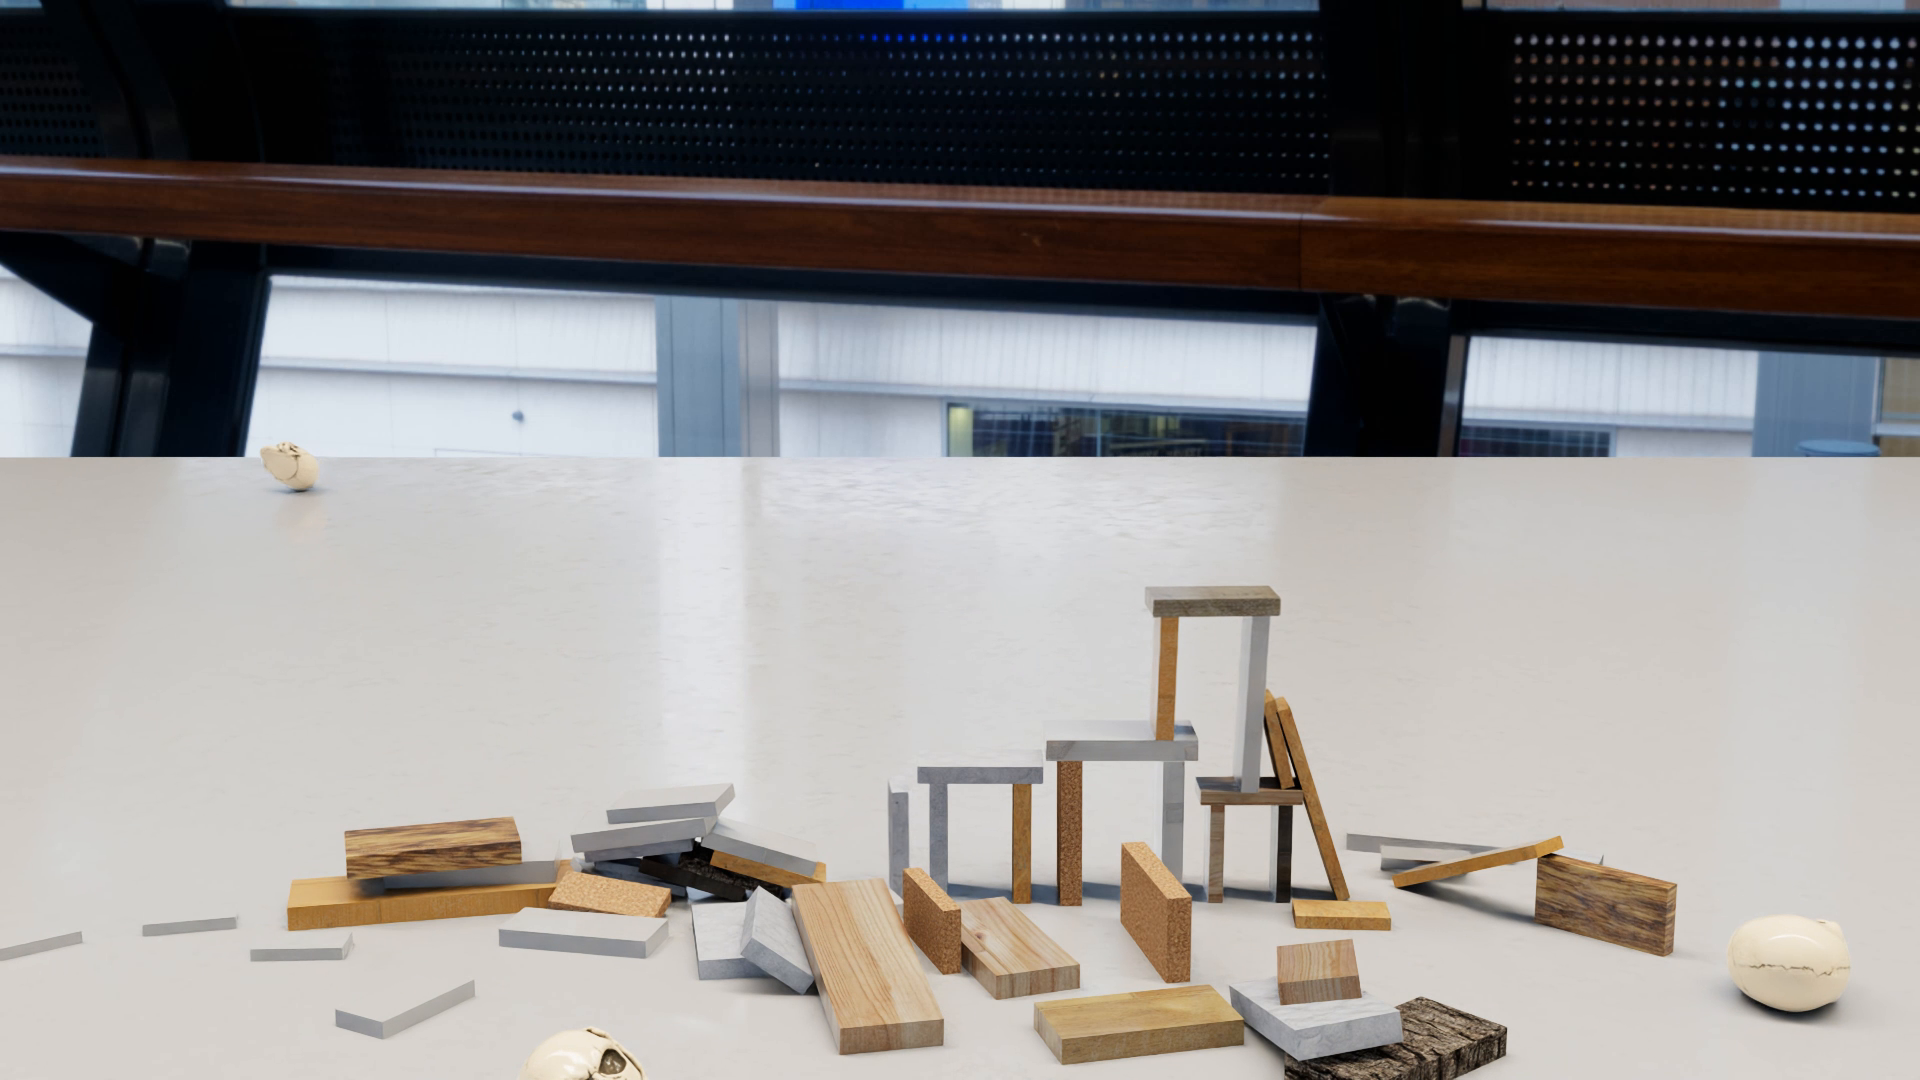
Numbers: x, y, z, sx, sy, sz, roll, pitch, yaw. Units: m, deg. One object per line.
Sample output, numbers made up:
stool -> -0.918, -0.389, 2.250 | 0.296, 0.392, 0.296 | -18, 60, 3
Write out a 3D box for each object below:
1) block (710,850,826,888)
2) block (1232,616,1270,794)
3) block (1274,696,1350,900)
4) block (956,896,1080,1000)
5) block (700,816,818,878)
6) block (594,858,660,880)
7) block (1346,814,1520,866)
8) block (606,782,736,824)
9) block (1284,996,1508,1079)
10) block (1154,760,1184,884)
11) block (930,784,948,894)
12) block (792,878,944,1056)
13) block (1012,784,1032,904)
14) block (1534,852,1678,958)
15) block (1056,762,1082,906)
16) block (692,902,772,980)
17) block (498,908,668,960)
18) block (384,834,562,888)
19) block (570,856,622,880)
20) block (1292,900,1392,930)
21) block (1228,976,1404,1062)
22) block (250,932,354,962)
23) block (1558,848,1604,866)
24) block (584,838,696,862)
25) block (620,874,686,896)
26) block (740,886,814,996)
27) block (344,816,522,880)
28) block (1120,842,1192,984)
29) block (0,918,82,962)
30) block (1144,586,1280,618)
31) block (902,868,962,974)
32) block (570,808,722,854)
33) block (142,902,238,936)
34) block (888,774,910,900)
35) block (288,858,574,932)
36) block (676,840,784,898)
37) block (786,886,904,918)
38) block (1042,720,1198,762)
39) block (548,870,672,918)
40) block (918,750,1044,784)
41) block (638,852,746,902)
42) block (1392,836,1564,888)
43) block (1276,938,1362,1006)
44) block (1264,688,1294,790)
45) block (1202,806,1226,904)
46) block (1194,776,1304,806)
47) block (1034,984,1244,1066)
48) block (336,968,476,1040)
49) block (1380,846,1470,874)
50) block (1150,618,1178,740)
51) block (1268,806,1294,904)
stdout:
block -> -0.318, 0.539, 3.659 | 0.192, 0.027, 0.096 | 18, 9, -7
block -> 0.476, 0.258, 3.603 | 0.029, 0.295, 0.102 | 2, 10, -1
block -> 0.580, 0.428, 3.637 | 0.021, 0.341, 0.075 | -18, 10, 3
block -> 0.062, 0.624, 3.382 | 0.133, 0.038, 0.313 | -4, 11, -20
block -> -0.334, 0.506, 3.652 | 0.192, 0.027, 0.096 | 17, 9, -9
block -> -0.553, 0.541, 3.658 | 0.109, 0.015, 0.054 | 13, 6, -15
block -> 0.839, 0.531, 3.898 | 0.291, 0.031, 0.111 | 3, 11, 17
block -> -0.475, 0.433, 3.614 | 0.192, 0.025, 0.088 | -6, 12, 16
block -> 0.593, 0.696, 2.983 | 0.292, 0.041, 0.146 | -9, 14, -40
block -> 0.346, 0.469, 3.644 | 0.035, 0.247, 0.123 | 0, 11, -1
block -> -0.035, 0.489, 3.653 | 0.029, 0.205, 0.103 | 0, 11, 0
block -> -0.143, 0.620, 3.242 | 0.146, 0.041, 0.441 | -2, 18, -13
block -> 0.102, 0.489, 3.652 | 0.029, 0.205, 0.103 | 0, 11, 0
block -> 1.014, 0.572, 3.462 | 0.221, 0.111, 0.031 | 10, 14, 43
block -> 0.181, 0.468, 3.648 | 0.035, 0.247, 0.123 | 0, 11, -1
block -> -0.355, 0.621, 3.417 | 0.113, 0.032, 0.242 | -2, 11, -9
block -> -0.590, 0.616, 3.451 | 0.243, 0.029, 0.101 | 2, 11, 13
block -> -0.807, 0.533, 3.655 | 0.275, 0.039, 0.137 | -1, 11, -5
block -> -0.591, 0.558, 3.656 | 0.109, 0.015, 0.054 | 24, 4, -29
block -> 0.613, 0.603, 3.538 | 0.150, 0.021, 0.075 | 1, 11, 4
block -> 0.487, 0.652, 3.041 | 0.146, 0.041, 0.292 | -8, 2, -10
block -> -1.019, 0.629, 3.404 | 0.140, 0.020, 0.070 | 0, 11, -3
block -> 1.053, 0.563, 3.760 | 0.073, 0.021, 0.147 | 4, 11, 23
block -> -0.530, 0.500, 3.651 | 0.176, 0.025, 0.088 | -6, 11, -1
block -> -0.510, 0.568, 3.665 | 0.109, 0.015, 0.054 | 14, 6, -6
block -> -0.273, 0.605, 3.337 | 0.113, 0.032, 0.225 | 35, 7, -8
block -> -0.864, 0.504, 3.602 | 0.275, 0.039, 0.137 | -3, 11, -16
block -> 0.301, 0.572, 3.401 | 0.038, 0.133, 0.265 | -2, 11, -11
block -> -1.451, 0.625, 3.428 | 0.140, 0.020, 0.070 | -9, 14, -39
block -> 0.409, 0.099, 3.567 | 0.204, 0.029, 0.102 | -1, 11, -3
block -> -0.044, 0.588, 3.404 | 0.029, 0.101, 0.203 | -4, 11, -18
block -> -0.516, 0.467, 3.623 | 0.225, 0.032, 0.113 | -8, 12, 7
block -> -1.231, 0.607, 3.521 | 0.139, 0.020, 0.070 | -3, 11, -14
block -> -0.102, 0.496, 3.648 | 0.027, 0.192, 0.096 | -2, 11, -6
block -> -0.852, 0.581, 3.613 | 0.476, 0.039, 0.137 | -3, 11, -13
block -> -0.379, 0.546, 3.660 | 0.176, 0.025, 0.088 | 18, 9, -5
block -> -0.185, 0.597, 3.563 | 0.176, 0.025, 0.088 | -4, 11, -21
block -> 0.262, 0.330, 3.623 | 0.247, 0.035, 0.123 | 0, 11, -1
block -> -0.563, 0.581, 3.539 | 0.176, 0.025, 0.088 | 8, 26, 9
block -> 0.034, 0.374, 3.631 | 0.205, 0.029, 0.103 | 0, 11, 1
block -> -0.444, 0.551, 3.658 | 0.176, 0.025, 0.088 | 18, 9, -7
block -> 0.847, 0.529, 3.610 | 0.073, 0.021, 0.299 | -9, -10, -41
block -> 0.507, 0.611, 3.116 | 0.111, 0.031, 0.221 | -7, 2, 8
block -> 0.519, 0.327, 3.623 | 0.021, 0.150, 0.075 | -14, 11, 1
block -> 0.421, 0.508, 3.650 | 0.024, 0.167, 0.084 | 0, 11, 0
block -> 0.476, 0.414, 3.632 | 0.167, 0.024, 0.084 | 0, 11, 0
block -> 0.250, 0.679, 3.088 | 0.265, 0.038, 0.133 | -3, 11, -15
block -> -0.800, 0.668, 3.177 | 0.092, 0.026, 0.184 | 6, 12, 30
block -> 0.793, 0.546, 3.751 | 0.147, 0.021, 0.073 | 2, -22, 10
block -> 0.333, 0.214, 3.589 | 0.029, 0.204, 0.102 | 1, 10, -1
block -> 0.533, 0.508, 3.650 | 0.024, 0.167, 0.084 | 0, 11, 0
